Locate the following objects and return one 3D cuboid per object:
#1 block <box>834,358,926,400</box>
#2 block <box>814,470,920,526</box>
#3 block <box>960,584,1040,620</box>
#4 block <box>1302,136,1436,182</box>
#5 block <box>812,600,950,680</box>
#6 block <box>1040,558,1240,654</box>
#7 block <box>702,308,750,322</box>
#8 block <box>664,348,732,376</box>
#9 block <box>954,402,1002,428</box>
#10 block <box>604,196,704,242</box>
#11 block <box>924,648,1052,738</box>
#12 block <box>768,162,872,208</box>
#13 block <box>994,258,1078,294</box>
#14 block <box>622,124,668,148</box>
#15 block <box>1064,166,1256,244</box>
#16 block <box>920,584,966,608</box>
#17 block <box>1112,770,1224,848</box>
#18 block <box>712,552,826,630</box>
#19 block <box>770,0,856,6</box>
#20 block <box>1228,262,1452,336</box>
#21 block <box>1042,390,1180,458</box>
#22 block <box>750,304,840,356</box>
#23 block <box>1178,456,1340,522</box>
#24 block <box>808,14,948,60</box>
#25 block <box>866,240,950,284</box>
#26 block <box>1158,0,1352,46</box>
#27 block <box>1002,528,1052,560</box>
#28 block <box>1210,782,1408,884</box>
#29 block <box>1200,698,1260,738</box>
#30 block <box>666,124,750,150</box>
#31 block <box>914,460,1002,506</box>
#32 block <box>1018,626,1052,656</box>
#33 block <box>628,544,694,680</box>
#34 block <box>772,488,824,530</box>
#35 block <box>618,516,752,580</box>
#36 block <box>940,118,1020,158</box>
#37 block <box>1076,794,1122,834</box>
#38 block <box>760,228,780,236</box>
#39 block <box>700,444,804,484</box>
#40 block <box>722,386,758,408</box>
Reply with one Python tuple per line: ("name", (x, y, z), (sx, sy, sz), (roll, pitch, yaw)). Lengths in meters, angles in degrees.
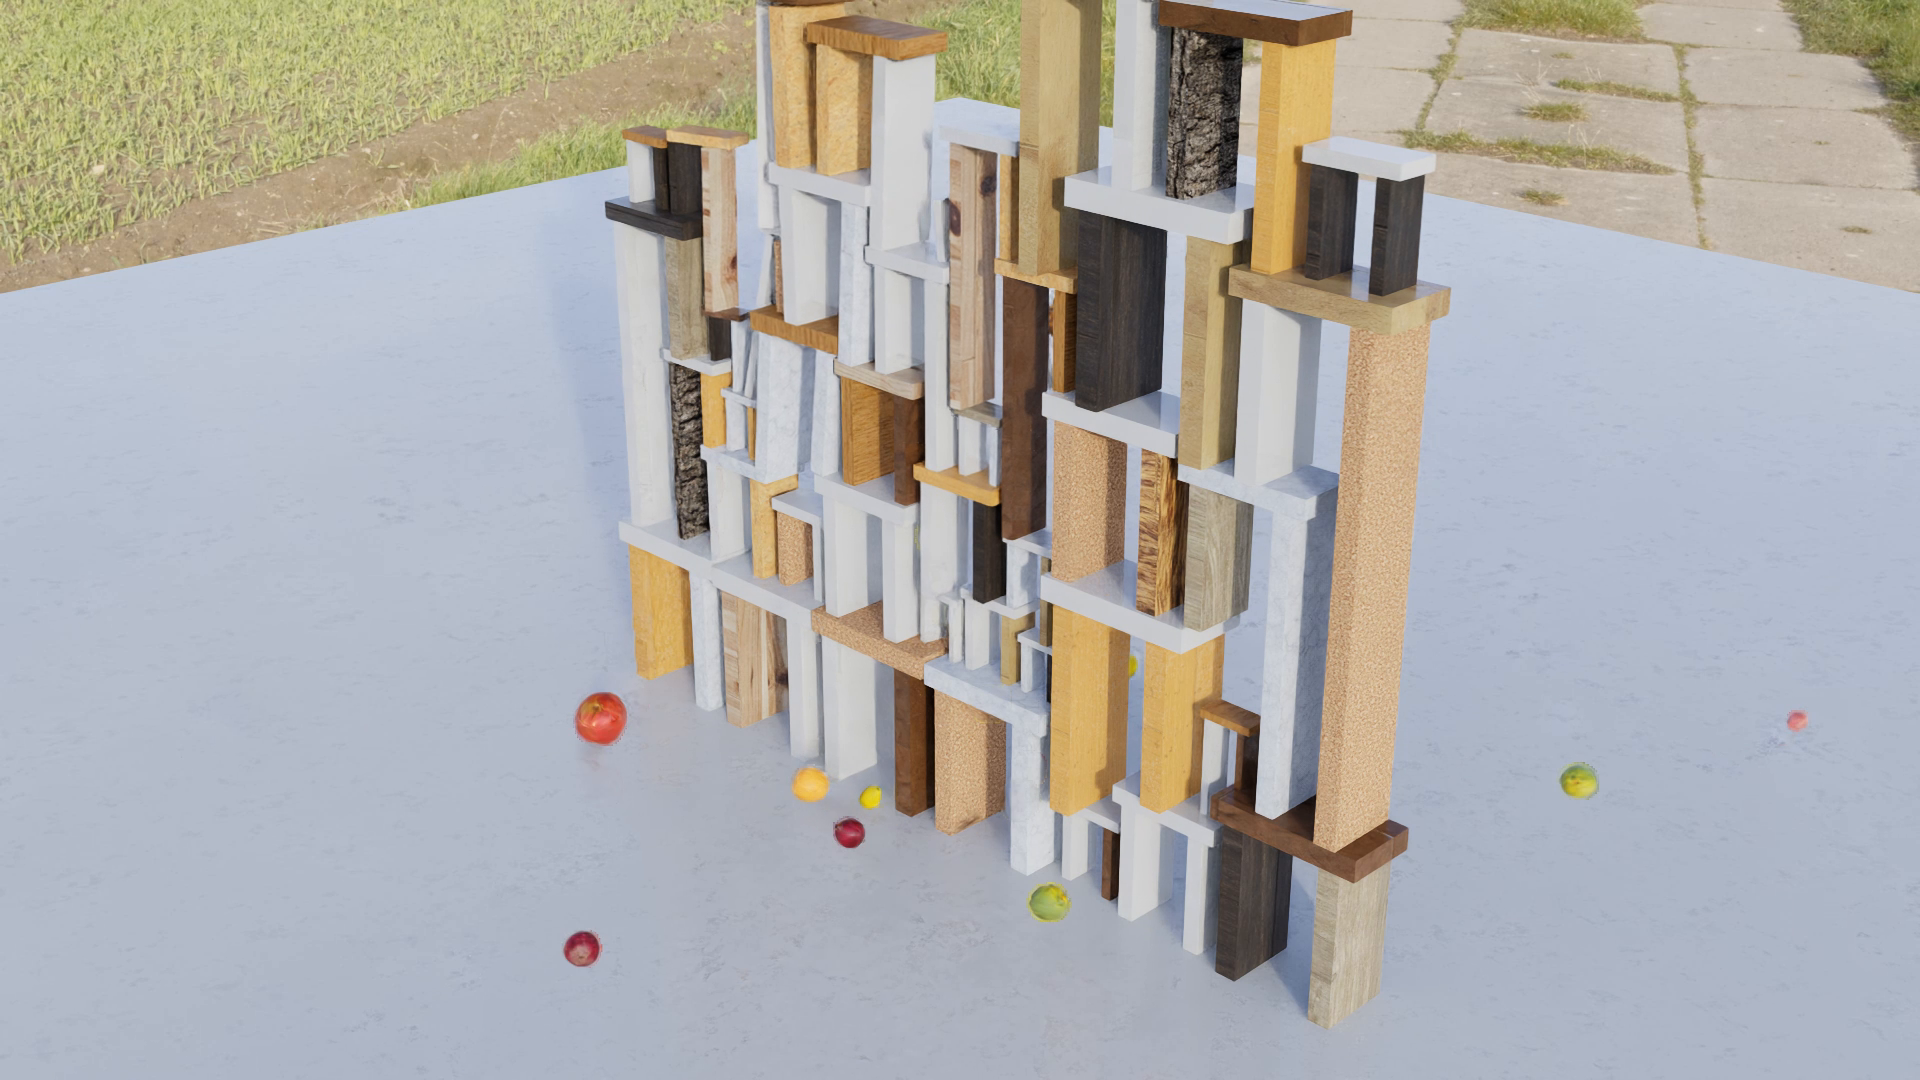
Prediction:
("block", (-0.127, -0.322, 4.227), (0.110, 0.031, 0.221), (-21, 31, -40))
("block", (-0.154, -0.096, 4.344), (0.257, 0.036, 0.129), (21, 31, 41))
("block", (0.077, 0.111, 4.192), (0.144, 0.020, 0.072), (21, 31, 40))
("block", (0.616, -0.576, 3.315), (0.090, 0.025, 0.179), (-21, 31, -40))
("block", (-0.134, 0.186, 4.443), (0.320, 0.045, 0.160), (21, 31, 41))
("block", (0.320, 0.107, 3.923), (0.328, 0.046, 0.164), (21, 31, 40))
("block", (-0.481, -0.470, 4.548), (0.097, 0.014, 0.049), (13, 24, 28))
("block", (-0.542, -0.384, 4.644), (0.082, 0.023, 0.164), (-21, 31, -41))
("block", (0.051, -0.236, 4.069), (0.116, 0.016, 0.058), (21, 31, 40))
("block", (-0.609, -0.679, 4.593), (0.261, 0.037, 0.130), (21, 31, 40))
("block", (0.095, 0.283, 4.238), (0.312, 0.044, 0.156), (21, 31, 41))
("block", (-0.222, -0.686, 4.175), (0.136, 0.039, 0.273), (-21, 31, -40))
("block", (0.159, -0.470, 3.839), (0.185, 0.026, 0.092), (21, 31, 40))
("block", (-0.633, -0.836, 4.556), (0.131, 0.019, 0.066), (21, 31, 41))
("block", (0.358, -0.557, 3.603), (0.346, 0.049, 0.173), (21, 31, 40))
("block", (-0.022, 0.102, 4.286), (0.054, 0.015, 0.108), (-19, 30, -38))
("block", (0.404, 0.479, 3.988), (0.235, 0.033, 0.117), (21, 31, 41))
("block", (-0.362, 0.098, 4.656), (0.319, 0.045, 0.159), (21, 31, 41))
("block", (-0.335, -1.056, 4.176), (0.149, 0.042, 0.299), (-15, 25, -37))
("block", (0.587, -0.387, 3.417), (0.154, 0.044, 0.308), (-21, 31, -40))
("block", (0.304, -0.218, 3.806), (0.301, 0.043, 0.150), (21, 31, 40))
("block", (-0.280, -0.424, 4.351), (0.261, 0.037, 0.130), (20, 30, 41))
("block", (0.504, -0.100, 3.633), (0.131, 0.037, 0.263), (-21, 31, -40))
("block", (-0.151, -0.916, 4.001), (0.242, 0.034, 0.121), (22, 31, 40))
("block", (-0.065, -0.519, 4.073), (0.105, 0.030, 0.211), (-21, 31, -40))
("block", (0.454, -0.806, 3.389), (0.269, 0.038, 0.135), (21, 31, 41))
("block", (0.147, 0.002, 4.068), (0.129, 0.018, 0.064), (21, 31, 40))
("block", (0.598, 0.486, 3.779), (0.305, 0.043, 0.153), (21, 31, 41))
("block", (0.479, 0.310, 3.839), (0.054, 0.015, 0.109), (-21, 31, -40))
("block", (-0.511, -0.818, 4.459), (0.150, 0.021, 0.075), (12, 24, 24))
("block", (0.021, -0.116, 4.143), (0.203, 0.029, 0.102), (21, 31, 40))
("block", (0.162, 0.191, 4.124), (0.050, 0.014, 0.100), (-21, 31, -41))
("block", (-0.666, 0.141, 5.011), (0.163, 0.326, 0.046), (-21, 31, -41))
("block", (-0.302, -0.065, 4.528), (0.166, 0.023, 0.083), (21, 31, 41))
("block", (-0.590, -0.001, 4.869), (0.326, 0.046, 0.163), (21, 31, 41))
("block", (0.063, -0.707, 3.853), (0.093, 0.026, 0.186), (-21, 31, -40))
("block", (0.267, 0.505, 4.154), (0.152, 0.022, 0.076), (21, 31, 41))
("block", (-0.322, -0.618, 4.375), (0.142, 0.020, 0.071), (16, 25, 35))
("block", (-0.438, -0.173, 4.633), (0.106, 0.030, 0.212), (-21, 31, -41))
("block", (-0.439, -0.299, 4.577), (0.057, 0.016, 0.114), (-19, 29, -41))
